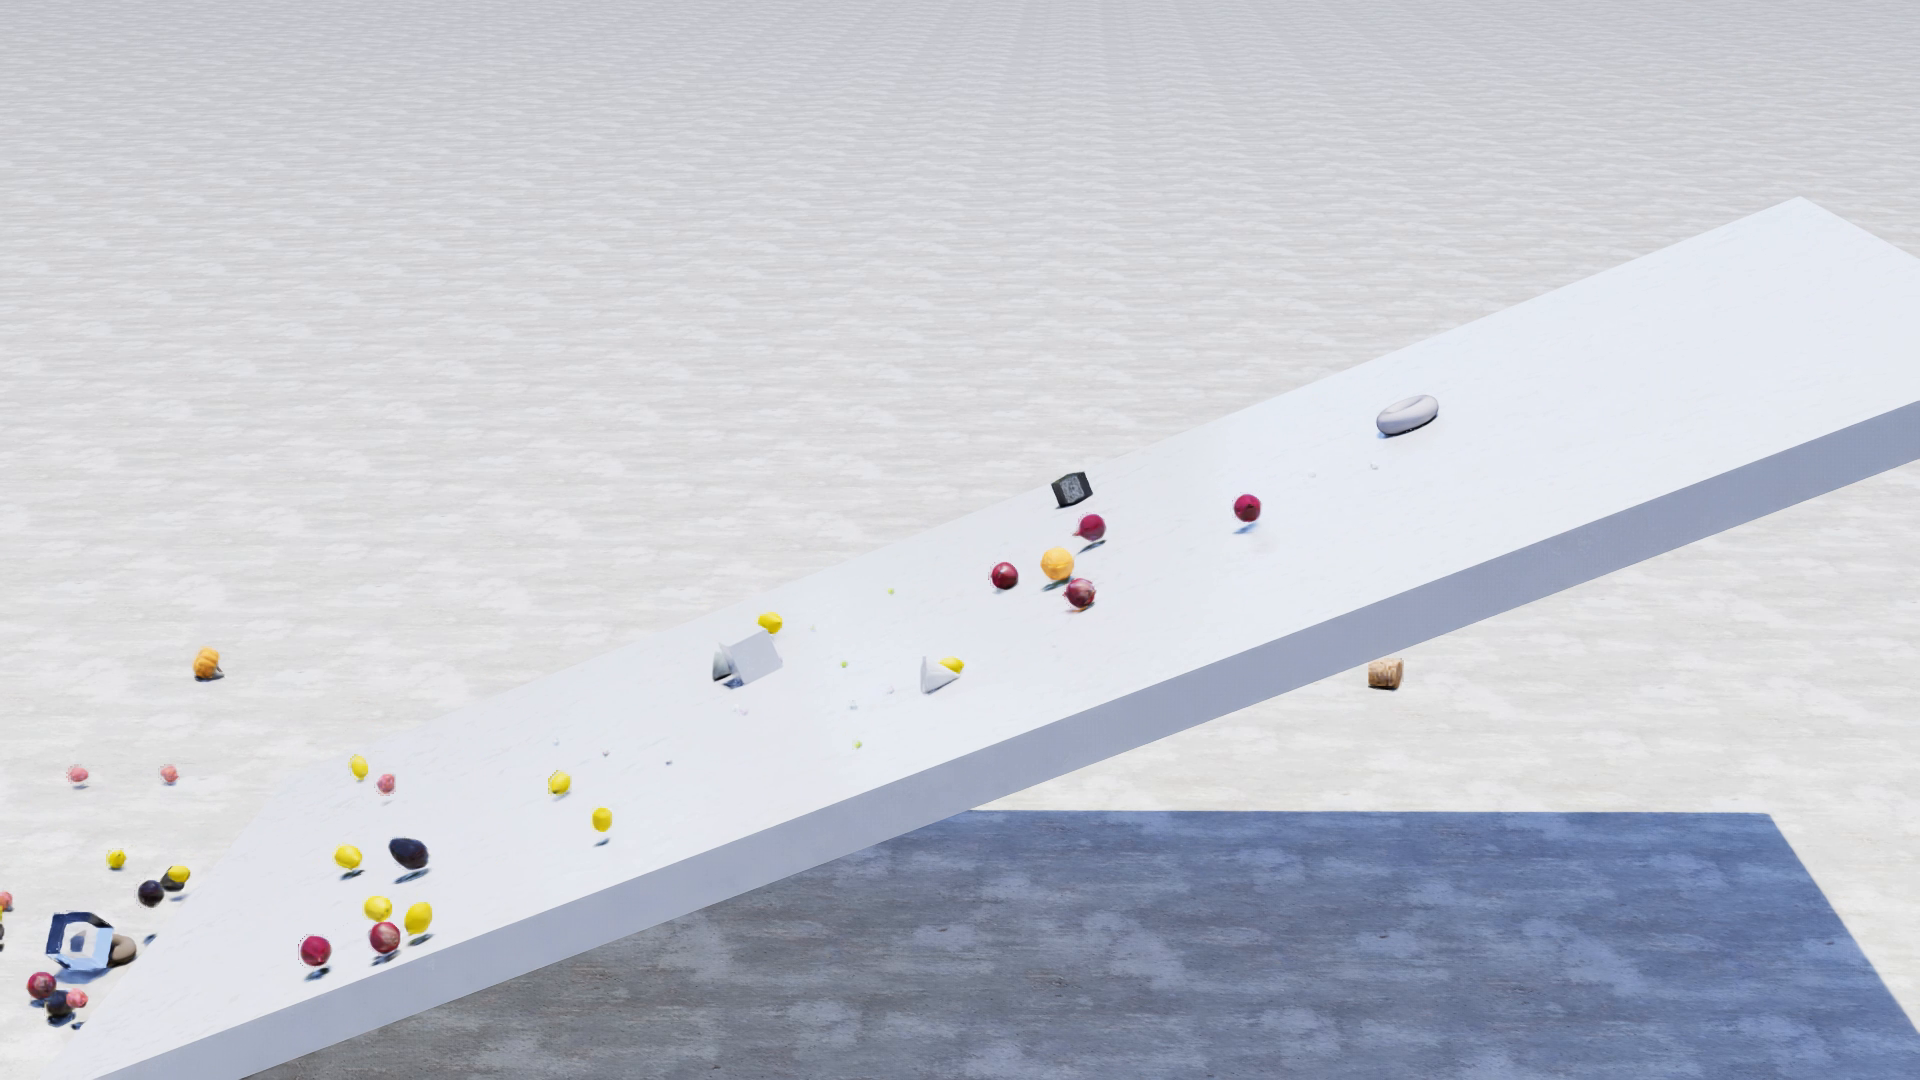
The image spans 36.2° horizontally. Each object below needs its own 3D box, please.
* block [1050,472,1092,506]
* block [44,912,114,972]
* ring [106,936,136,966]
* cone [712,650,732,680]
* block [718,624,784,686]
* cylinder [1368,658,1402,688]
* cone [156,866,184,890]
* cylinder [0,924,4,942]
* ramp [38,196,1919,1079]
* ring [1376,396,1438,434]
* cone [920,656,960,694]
[{"bbox_3d":[0.264,-0.120,6.931,0.060,0.060,0.060,-31,15,-35],"label":"block"},{"bbox_3d":[-1.927,0.878,6.438,0.095,0.095,0.095,-7,-32,17],"label":"block"},{"bbox_3d":[-1.891,0.911,6.531,0.121,0.040,0.121,1,14,0],"label":"ring"},{"bbox_3d":[-0.521,0.287,6.642,0.067,0.067,0.067,7,14,2],"label":"cone"},{"bbox_3d":[-0.466,0.254,6.529,0.095,0.095,0.095,-26,12,-15],"label":"block"},{"bbox_3d":[1.239,0.387,8.571,0.082,0.082,0.082,6,15,22],"label":"cylinder"},{"bbox_3d":[-1.880,0.811,6.965,0.062,0.062,0.062,-24,9,14],"label":"cone"},{"bbox_3d":[-2.174,0.887,6.584,0.057,0.057,0.057,-2,14,-9],"label":"cylinder"},{"bbox_3d":[0.124,0.173,6.290,4.000,0.100,2.000,-21,12,7],"label":"ramp"},{"bbox_3d":[0.967,-0.271,6.357,0.141,0.047,0.141,-23,11,5],"label":"ring"},{"bbox_3d":[-0.034,0.269,5.833,0.078,0.078,0.078,3,13,-10],"label":"cone"}]
